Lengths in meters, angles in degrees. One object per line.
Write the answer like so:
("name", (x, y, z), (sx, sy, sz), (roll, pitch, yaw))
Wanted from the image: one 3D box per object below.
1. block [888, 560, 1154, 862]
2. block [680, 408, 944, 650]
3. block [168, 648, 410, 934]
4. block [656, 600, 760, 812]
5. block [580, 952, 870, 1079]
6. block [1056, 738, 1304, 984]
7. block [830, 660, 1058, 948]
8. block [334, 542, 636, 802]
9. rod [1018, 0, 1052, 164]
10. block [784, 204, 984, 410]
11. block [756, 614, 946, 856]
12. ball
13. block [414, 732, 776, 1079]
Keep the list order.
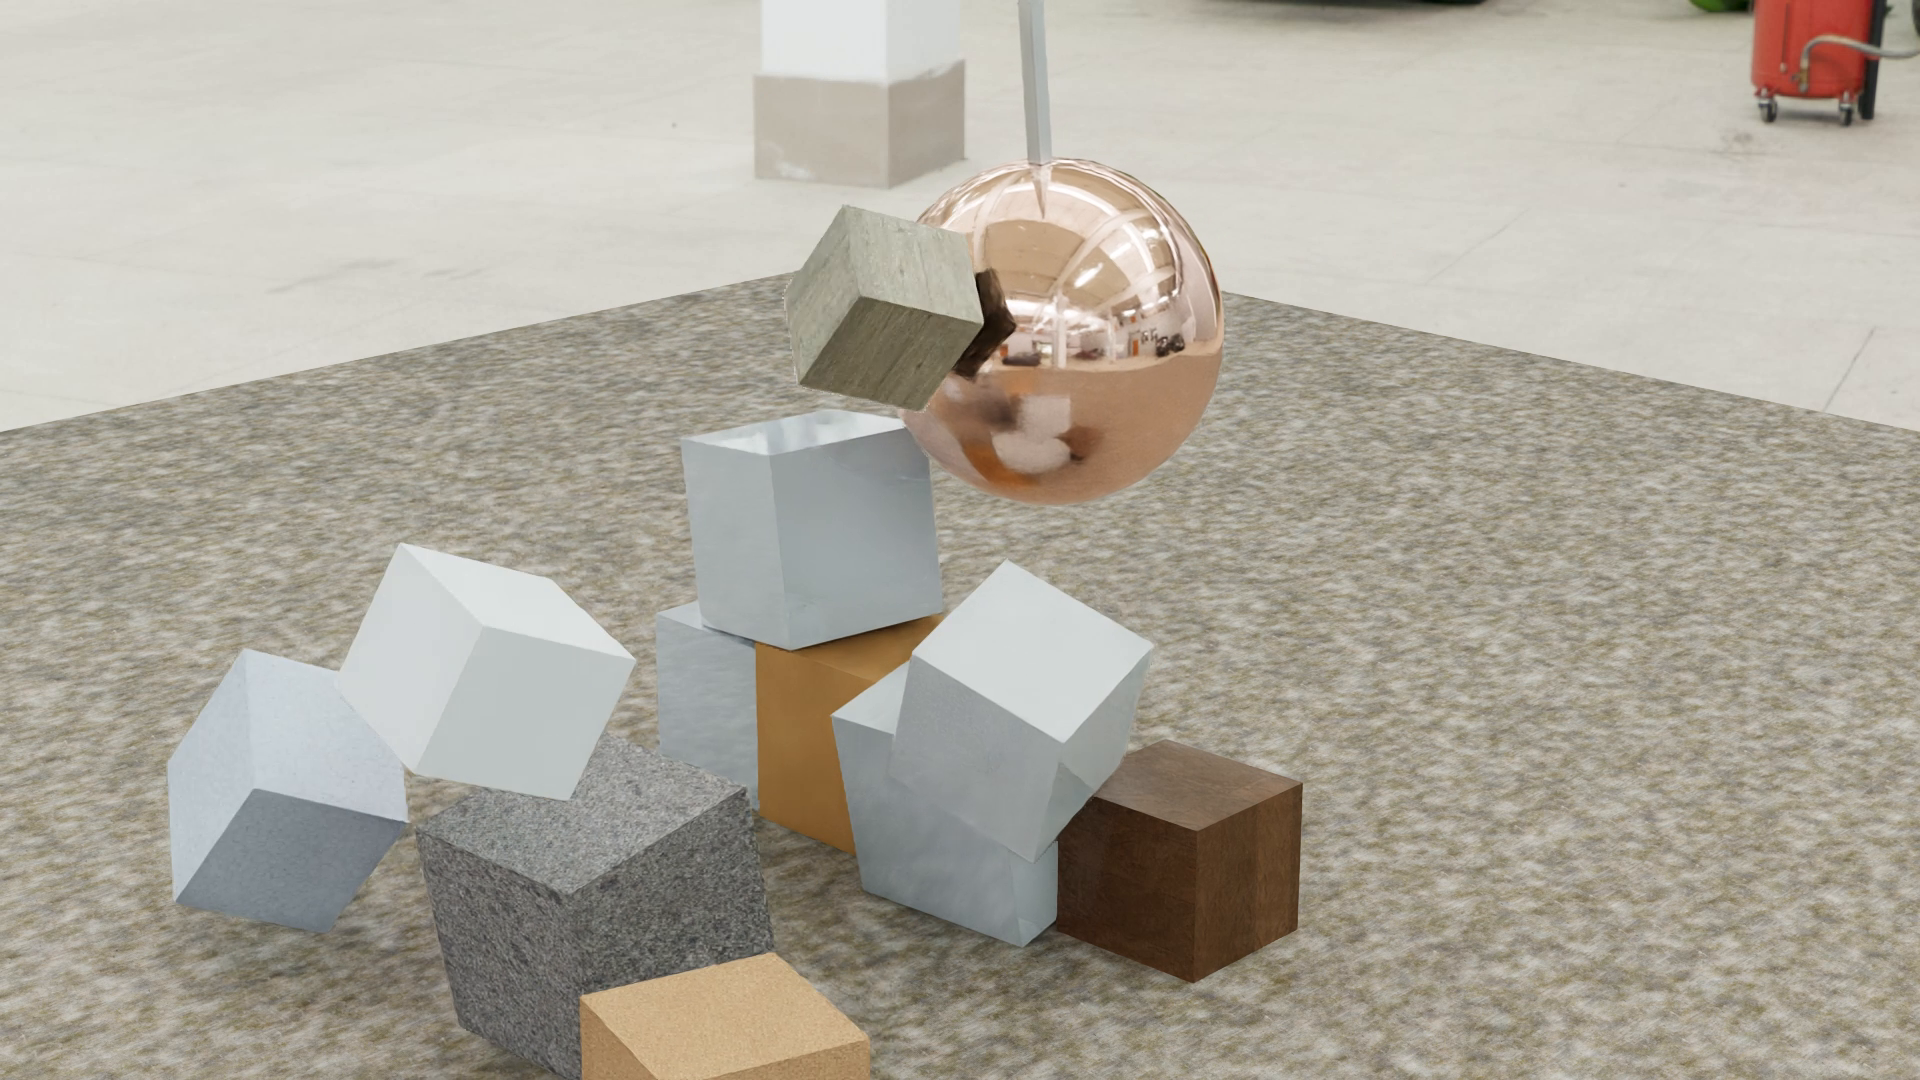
("block", (0.243, 0.698, 12.038), (0.726, 0.746, 0.699), (30, 47, 18))
("block", (-0.711, -0.070, 14.052), (0.862, 0.921, 0.837), (-13, 14, -33))
("block", (-2.926, 1.095, 12.724), (0.703, 0.799, 0.786), (18, 37, -32))
("block", (-0.931, 0.752, 14.564), (0.826, 0.831, 0.785), (-17, 24, -42))
("block", (-0.841, 2.058, 10.506), (0.772, 0.773, 0.793), (-9, 20, -27))
("block", (0.955, 1.383, 12.784), (0.766, 0.695, 0.733), (16, 23, 41))
("block", (0.111, 1.093, 13.060), (0.934, 0.928, 0.820), (14, 35, 38))
("block", (-1.839, 0.513, 11.339), (0.735, 0.633, 0.704), (16, 15, -44))
("rod", (0.181, -4.116, 12.238), (0.080, 5.200, 0.080), (17, 30, 42))
("block", (-0.331, -0.989, 12.548), (0.588, 0.594, 0.516), (11, 49, -27))
("block", (-0.334, 0.904, 13.968), (0.918, 0.897, 0.873), (17, 24, 42))
("ball", (0.417, -0.959, 13.478), (1.600, 1.600, 1.600), (0, 17, 0))
("block", (-1.446, 1.481, 11.793), (0.951, 0.950, 0.936), (16, 34, 41))
